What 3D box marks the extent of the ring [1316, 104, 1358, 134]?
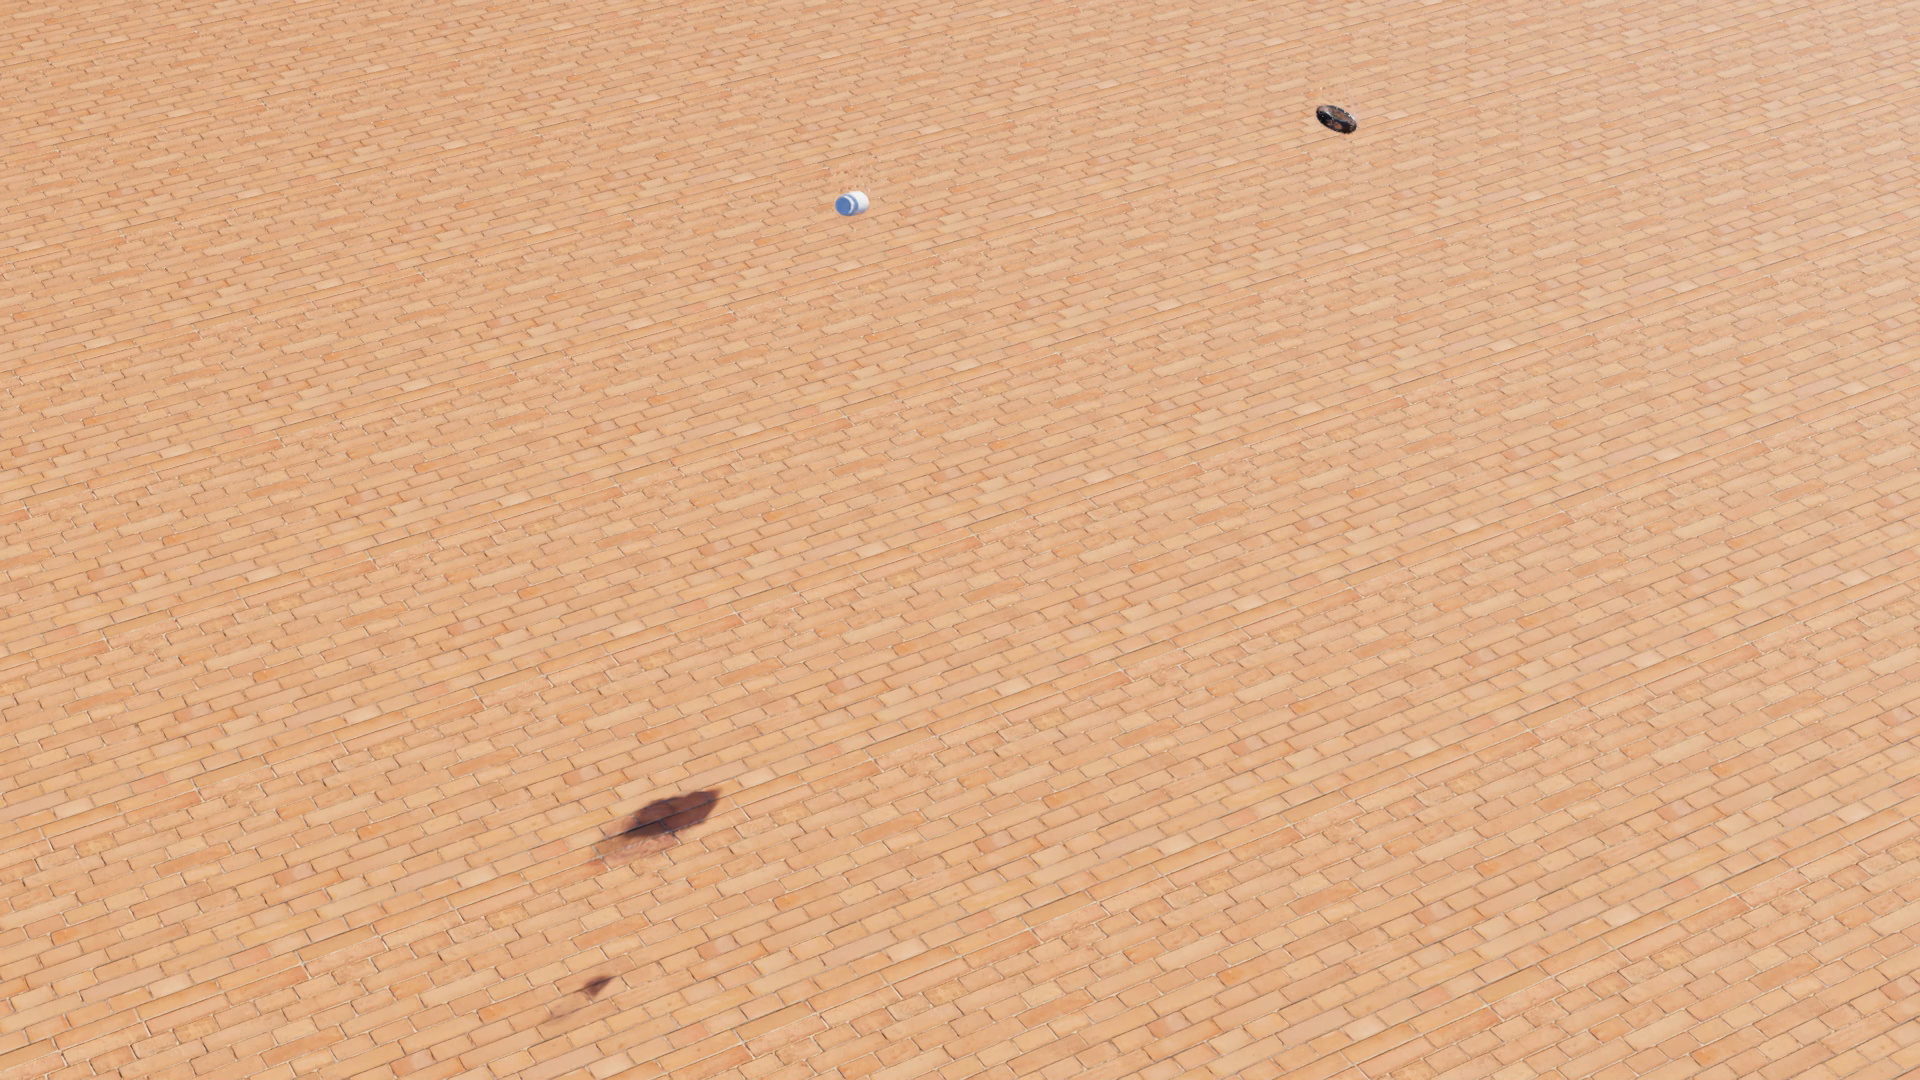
[{"bbox_3d":[1.213,-1.356,9.444,0.145,0.046,0.083,26,51,6],"label":"ring"}]
